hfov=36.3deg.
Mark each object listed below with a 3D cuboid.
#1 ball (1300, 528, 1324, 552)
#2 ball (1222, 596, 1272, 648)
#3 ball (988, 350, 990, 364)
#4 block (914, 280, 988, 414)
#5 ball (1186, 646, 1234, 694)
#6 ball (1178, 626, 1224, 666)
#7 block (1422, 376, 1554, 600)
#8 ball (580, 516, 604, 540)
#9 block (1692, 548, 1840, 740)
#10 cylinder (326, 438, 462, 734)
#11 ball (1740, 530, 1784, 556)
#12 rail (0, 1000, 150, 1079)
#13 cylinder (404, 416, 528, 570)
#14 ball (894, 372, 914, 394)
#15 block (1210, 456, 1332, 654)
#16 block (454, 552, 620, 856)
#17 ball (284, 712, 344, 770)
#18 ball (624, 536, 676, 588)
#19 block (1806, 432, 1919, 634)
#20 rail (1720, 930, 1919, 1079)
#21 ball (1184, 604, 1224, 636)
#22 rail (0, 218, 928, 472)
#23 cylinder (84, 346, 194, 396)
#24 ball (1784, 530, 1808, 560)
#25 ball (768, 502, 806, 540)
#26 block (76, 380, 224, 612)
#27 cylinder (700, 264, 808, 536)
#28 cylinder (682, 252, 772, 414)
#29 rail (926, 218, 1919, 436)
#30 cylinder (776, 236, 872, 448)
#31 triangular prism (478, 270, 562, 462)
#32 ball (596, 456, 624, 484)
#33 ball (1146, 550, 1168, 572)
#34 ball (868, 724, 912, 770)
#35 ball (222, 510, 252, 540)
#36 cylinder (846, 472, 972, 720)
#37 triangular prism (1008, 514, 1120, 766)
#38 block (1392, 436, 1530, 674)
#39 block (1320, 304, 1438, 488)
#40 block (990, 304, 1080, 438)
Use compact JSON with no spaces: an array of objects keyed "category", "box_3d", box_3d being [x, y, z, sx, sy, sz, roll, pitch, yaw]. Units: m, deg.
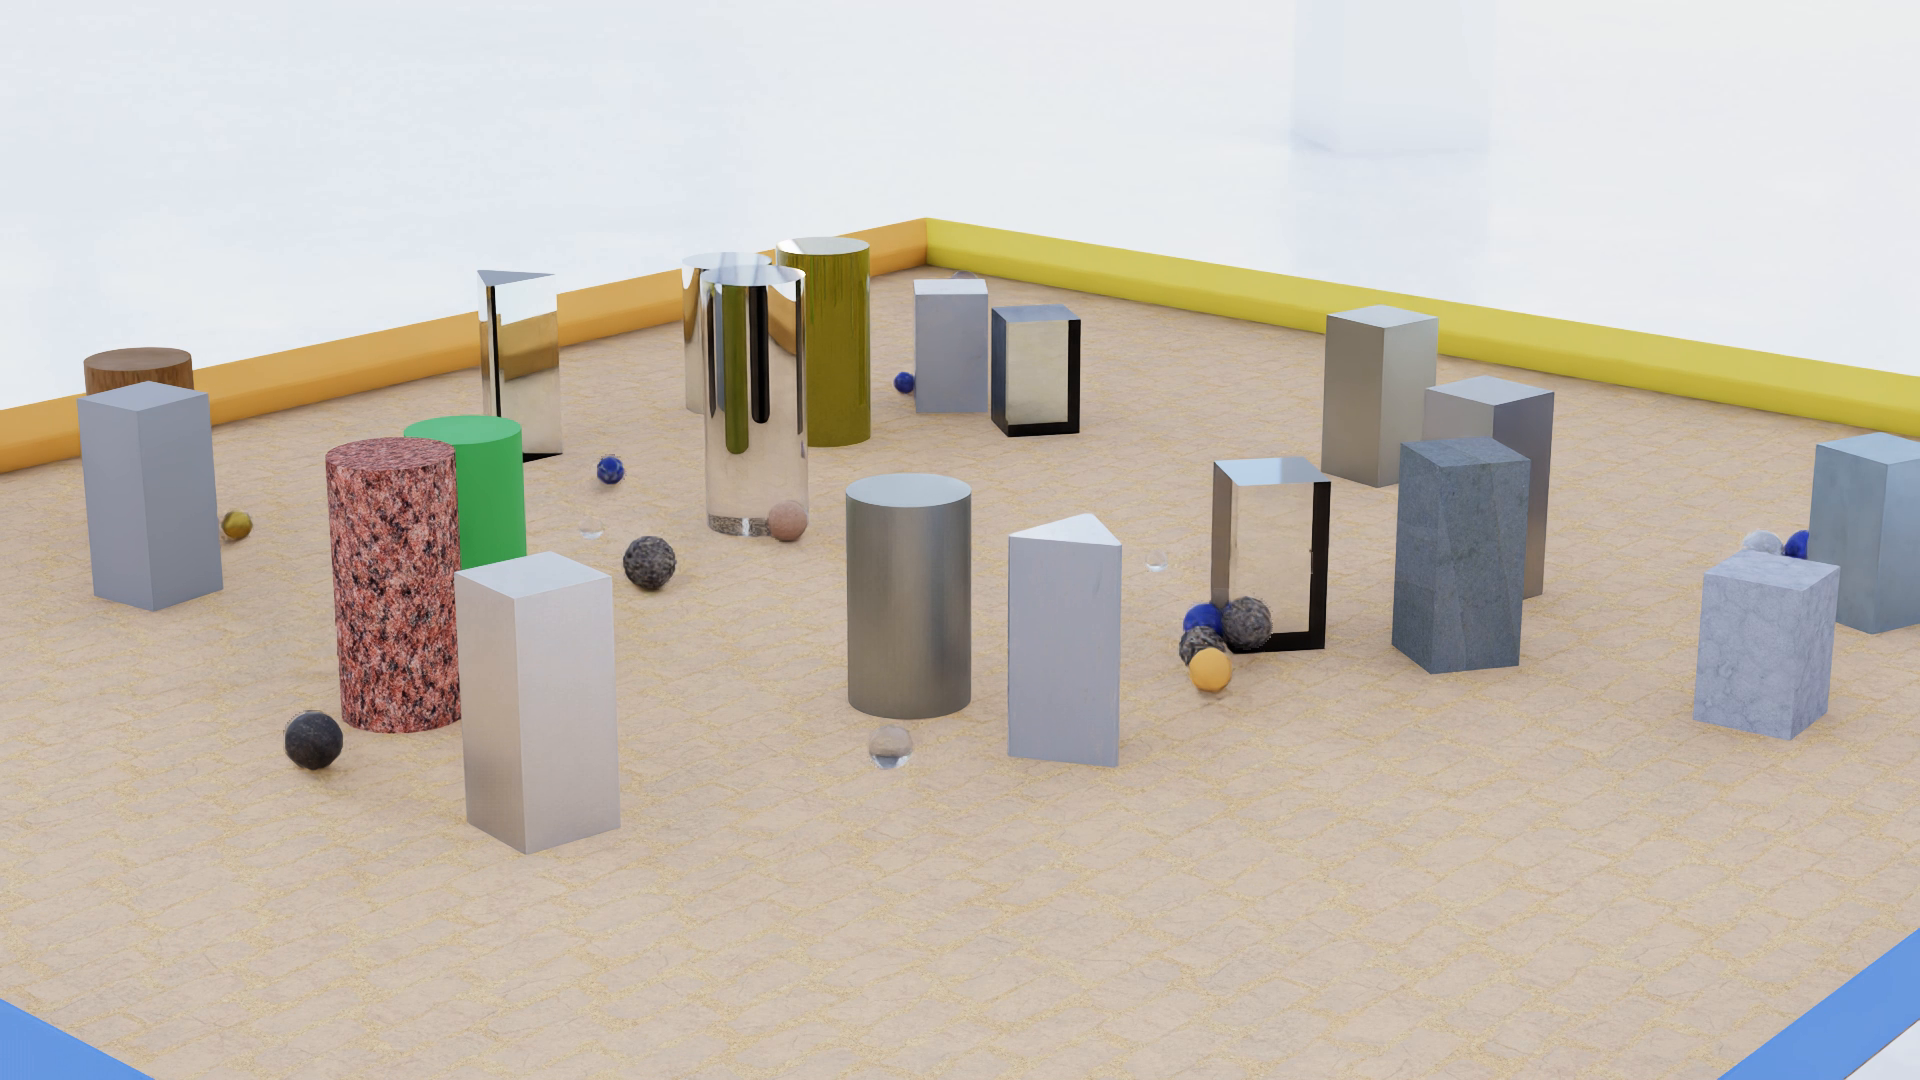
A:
[{"category":"ball","box_3d":[0.645,0.001,5.370,0.043,0.043,0.043,0,17,0]},{"category":"ball","box_3d":[0.464,0.133,4.751,0.082,0.082,0.082,0,17,0]},{"category":"ball","box_3d":[0.030,-0.418,6.696,0.079,0.079,0.079,0,17,0]},{"category":"block","box_3d":[-0.021,-0.424,6.400,0.156,0.262,0.156,-1,17,-2]},{"category":"ball","box_3d":[0.396,0.206,4.644,0.074,0.074,0.074,0,17,0]},{"category":"ball","box_3d":[0.390,0.176,4.738,0.073,0.073,0.073,0,17,0]},{"category":"block","box_3d":[0.910,-0.083,5.090,0.156,0.365,0.156,-13,21,-37]},{"category":"ball","box_3d":[-0.685,-0.023,5.446,0.045,0.045,0.045,0,17,0]},{"category":"block","box_3d":[1.240,0.159,4.508,0.156,0.238,0.156,12,20,34]},{"category":"cylinder","box_3d":[-0.863,0.068,4.502,0.194,0.416,0.194,0,17,0]},{"category":"ball","box_3d":[1.435,0.021,5.245,0.077,0.077,0.077,0,17,0]},{"category":"rail","box_3d":[-1.384,0.492,3.594,3.948,0.126,0.045,14,22,39]},{"category":"cylinder","box_3d":[-0.830,-0.023,4.940,0.194,0.337,0.194,0,17,0]},{"category":"ball","box_3d":[-0.124,-0.350,6.525,0.049,0.049,0.049,0,17,0]},{"category":"block","box_3d":[0.513,0.024,4.868,0.156,0.288,0.156,-3,17,-10]},{"category":"block","box_3d":[-0.585,0.224,4.067,0.156,0.369,0.156,-14,22,-38]},{"category":"ball","box_3d":[-0.952,0.296,4.320,0.085,0.085,0.085,0,17,0]},{"category":"ball","box_3d":[-0.546,0.039,5.156,0.093,0.093,0.093,0,17,0]},{"category":"block","box_3d":[1.556,-0.013,4.979,0.156,0.296,0.156,-10,19,-30]},{"category":"rail","box_3d":[1.473,0.401,3.896,0.045,0.126,4.269,14,22,39]},{"category":"ball","box_3d":[0.405,0.140,4.860,0.071,0.071,0.071,0,17,0]},{"category":"rail","box_3d":[-1.473,-0.338,6.344,0.045,0.126,4.269,14,22,39]},{"category":"cylinder","box_3d":[-1.526,-0.181,5.486,0.194,0.324,0.194,0,17,0]},{"category":"ball","box_3d":[1.518,0.017,5.271,0.069,0.069,0.069,0,17,0]},{"category":"ball","box_3d":[-0.320,-0.035,5.437,0.069,0.069,0.069,0,17,0]},{"category":"block","box_3d":[-1.404,-0.078,5.090,0.156,0.355,0.156,11,20,33]},{"category":"cylinder","box_3d":[-0.384,-0.262,5.492,0.194,0.476,0.194,0,17,0]},{"category":"cylinder","box_3d":[-0.503,-0.449,6.377,0.194,0.323,0.194,0,17,0]},{"category":"rail","box_3d":[1.384,-0.429,6.646,3.948,0.126,0.045,14,22,39]},{"category":"cylinder","box_3d":[-0.284,-0.415,6.119,0.194,0.406,0.194,0,17,0]},{"category":"triangular prism","box_3d":[-0.929,-0.356,5.977,0.146,0.375,0.168,16,23,43]},{"category":"ball","box_3d":[-0.693,-0.137,5.807,0.055,0.055,0.055,0,17,0]},{"category":"ball","box_3d":[0.352,0.038,5.250,0.041,0.041,0.041,0,17,0]},{"category":"ball","box_3d":[-0.103,0.305,4.322,0.066,0.066,0.066,0,17,0]},{"category":"ball","box_3d":[-1.342,-0.028,5.444,0.055,0.055,0.055,0,17,0]},{"category":"cylinder","box_3d":[-0.079,0.086,4.571,0.194,0.342,0.194,0,17,0]},{"category":"triangular prism","box_3d":[0.172,0.144,4.376,0.168,0.343,0.146,5,17,16]},{"category":"block","box_3d":[0.813,0.023,4.770,0.156,0.347,0.156,-5,17,-15]},{"category":"block","box_3d":[0.836,-0.288,5.844,0.156,0.323,0.156,-13,21,-37]},{"category":"block","box_3d":[0.160,-0.360,6.214,0.156,0.246,0.156,-4,17,-12]}]
